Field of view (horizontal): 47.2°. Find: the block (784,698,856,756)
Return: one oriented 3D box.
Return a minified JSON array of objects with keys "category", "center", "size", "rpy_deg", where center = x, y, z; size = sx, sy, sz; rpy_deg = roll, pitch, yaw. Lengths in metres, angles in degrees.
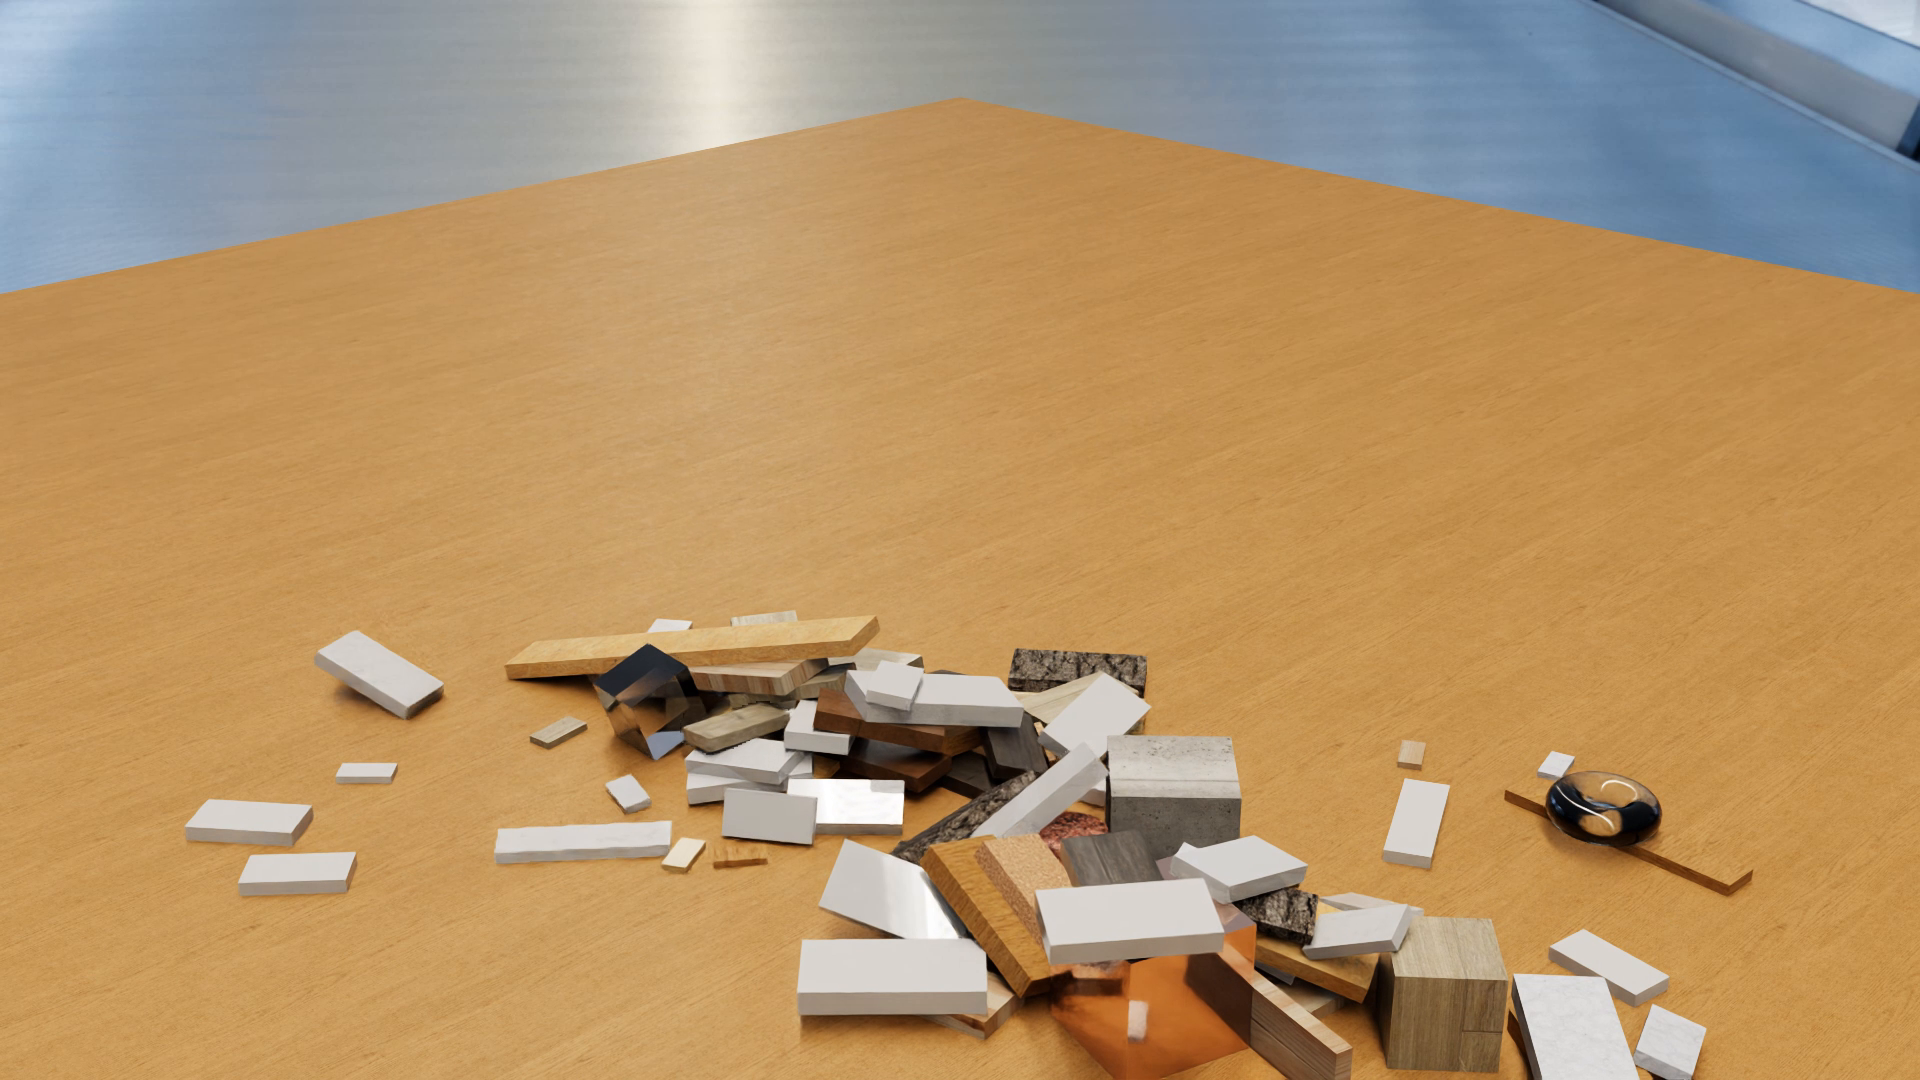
[{"category":"block","center":[-0.278,0.377,4.588],"size":[0.133,0.038,0.266],"rpy_deg":[6,16,5]}]

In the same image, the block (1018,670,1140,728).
[{"category":"block","center":[0.250,0.356,4.764],"size":[0.254,0.036,0.127],"rpy_deg":[-17,28,-34]}]

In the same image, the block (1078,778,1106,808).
[{"category":"block","center":[0.371,0.486,4.542],"size":[0.127,0.036,0.254],"rpy_deg":[8,23,43]}]

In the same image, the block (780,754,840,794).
[{"category":"block","center":[-0.310,0.488,4.532],"size":[0.064,0.018,0.128],"rpy_deg":[12,32,29]}]

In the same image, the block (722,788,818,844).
[{"category":"block","center":[-0.376,0.546,4.352],"size":[0.184,0.092,0.026],"rpy_deg":[4,0,10]}]

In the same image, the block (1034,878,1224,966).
[{"category":"block","center":[0.270,0.611,3.531],"size":[0.280,0.040,0.140],"rpy_deg":[-3,29,-8]}]

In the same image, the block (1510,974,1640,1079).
[{"category":"block","center":[1.017,0.828,3.643],"size":[0.154,0.044,0.308],"rpy_deg":[2,23,4]}]

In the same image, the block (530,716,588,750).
[{"category":"block","center":[-0.868,0.417,4.758],"size":[0.058,0.016,0.115],"rpy_deg":[16,28,34]}]

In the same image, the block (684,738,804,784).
[{"category":"block","center":[-0.442,0.447,4.509],"size":[0.219,0.031,0.109],"rpy_deg":[4,28,25]}]

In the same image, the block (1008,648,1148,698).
[{"category":"block","center":[0.268,0.306,4.984],"size":[0.304,0.043,0.152],"rpy_deg":[3,23,7]}]

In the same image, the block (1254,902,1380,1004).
[{"category":"block","center":[0.577,0.684,3.842],"size":[0.311,0.041,0.143],"rpy_deg":[21,43,10]}]

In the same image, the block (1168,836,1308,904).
[{"category":"block","center":[0.483,0.568,3.800],"size":[0.121,0.034,0.241],"rpy_deg":[26,19,38]}]

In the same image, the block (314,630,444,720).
[{"category":"block","center":[-1.294,0.299,4.905],"size":[0.256,0.036,0.128],"rpy_deg":[29,31,15]}]

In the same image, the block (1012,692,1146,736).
[{"category":"block","center":[0.248,0.391,4.785],"size":[0.304,0.043,0.152],"rpy_deg":[3,23,7]}]

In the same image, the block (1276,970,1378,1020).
[{"category":"block","center":[0.644,0.787,3.873],"size":[0.189,0.027,0.095],"rpy_deg":[-18,29,-36]}]

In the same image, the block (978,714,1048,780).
[{"category":"block","center":[0.108,0.427,4.575],"size":[0.115,0.033,0.230],"rpy_deg":[12,25,-15]}]

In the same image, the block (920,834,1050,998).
[{"category":"block","center":[0.082,0.666,3.921],"size":[0.162,0.046,0.323],"rpy_deg":[-2,42,-45]}]

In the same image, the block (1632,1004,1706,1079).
[{"category":"block","center":[1.185,0.844,3.675],"size":[0.095,0.027,0.189],"rpy_deg":[23,21,19]}]

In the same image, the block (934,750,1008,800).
[{"category":"block","center":[0.039,0.492,4.559],"size":[0.230,0.033,0.115],"rpy_deg":[18,29,35]}]

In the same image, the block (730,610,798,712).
[{"category":"block","center":[-0.411,0.285,4.902],"size":[0.149,0.042,0.298],"rpy_deg":[-6,45,-15]}]

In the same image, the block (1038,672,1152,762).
[{"category":"block","center":[0.285,0.389,4.647],"size":[0.127,0.036,0.254],"rpy_deg":[36,42,15]}]

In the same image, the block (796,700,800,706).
[{"category":"block","center":[-0.291,0.390,4.744],"size":[0.149,0.075,0.021],"rpy_deg":[16,20,33]}]

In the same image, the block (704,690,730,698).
[{"category":"block","center":[-0.578,0.307,5.005],"size":[0.177,0.025,0.089],"rpy_deg":[15,27,32]}]

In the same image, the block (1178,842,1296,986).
[{"category":"block","center":[0.492,0.661,3.907],"size":[0.286,0.041,0.143],"rpy_deg":[26,45,16]}]

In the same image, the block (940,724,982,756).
[{"category":"block","center":[-0.097,0.396,4.708],"size":[0.304,0.043,0.152],"rpy_deg":[11,15,36]}]

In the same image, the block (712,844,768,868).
[{"category":"block","center":[-0.430,0.617,4.289],"size":[0.105,0.015,0.053],"rpy_deg":[-3,23,-7]}]

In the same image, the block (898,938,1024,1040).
[{"category":"block","center":[-0.035,0.787,3.858],"size":[0.267,0.038,0.134],"rpy_deg":[14,27,30]}]

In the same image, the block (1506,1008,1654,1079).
[{"category":"block","center":[1.041,0.876,3.641],"size":[0.154,0.044,0.308],"rpy_deg":[-4,23,-9]}]

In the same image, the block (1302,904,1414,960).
[{"category":"block","center":[0.678,0.668,3.746],"size":[0.177,0.025,0.089],"rpy_deg":[-16,24,40]}]

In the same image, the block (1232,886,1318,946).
[{"category":"block","center":[0.522,0.632,3.797],"size":[0.184,0.026,0.092],"rpy_deg":[15,43,4]}]

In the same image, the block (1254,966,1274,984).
[{"category":"block","center":[0.448,0.763,3.924],"size":[0.105,0.030,0.211],"rpy_deg":[-17,28,-35]}]

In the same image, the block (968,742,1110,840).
[{"category":"block","center":[0.148,0.500,4.150],"size":[0.286,0.041,0.143],"rpy_deg":[-39,9,-1]}]

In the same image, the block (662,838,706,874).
[{"category":"block","center":[-0.539,0.616,4.291],"size":[0.051,0.015,0.103],"rpy_deg":[6,24,15]}]

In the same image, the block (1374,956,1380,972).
[{"category":"block","center":[0.696,0.728,3.938],"size":[0.211,0.030,0.105],"rpy_deg":[1,23,2]}]

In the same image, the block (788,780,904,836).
[{"category":"block","center":[-0.230,0.535,4.413],"size":[0.234,0.033,0.117],"rpy_deg":[1,41,1]}]

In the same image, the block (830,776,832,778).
[{"category":"block","center":[-0.341,0.471,4.624],"size":[0.075,0.021,0.149],"rpy_deg":[-17,29,-35]}]

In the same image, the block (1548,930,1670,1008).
[{"category":"block","center":[1.158,0.764,3.927],"size":[0.095,0.027,0.189],"rpy_deg":[-16,28,-33]}]

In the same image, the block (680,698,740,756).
[{"category":"block","center":[-0.521,0.392,4.727],"size":[0.101,0.029,0.202],"rpy_deg":[-34,10,25]}]

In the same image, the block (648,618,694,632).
[{"category":"block","center":[-0.696,0.237,5.171],"size":[0.089,0.025,0.177],"rpy_deg":[4,23,9]}]
